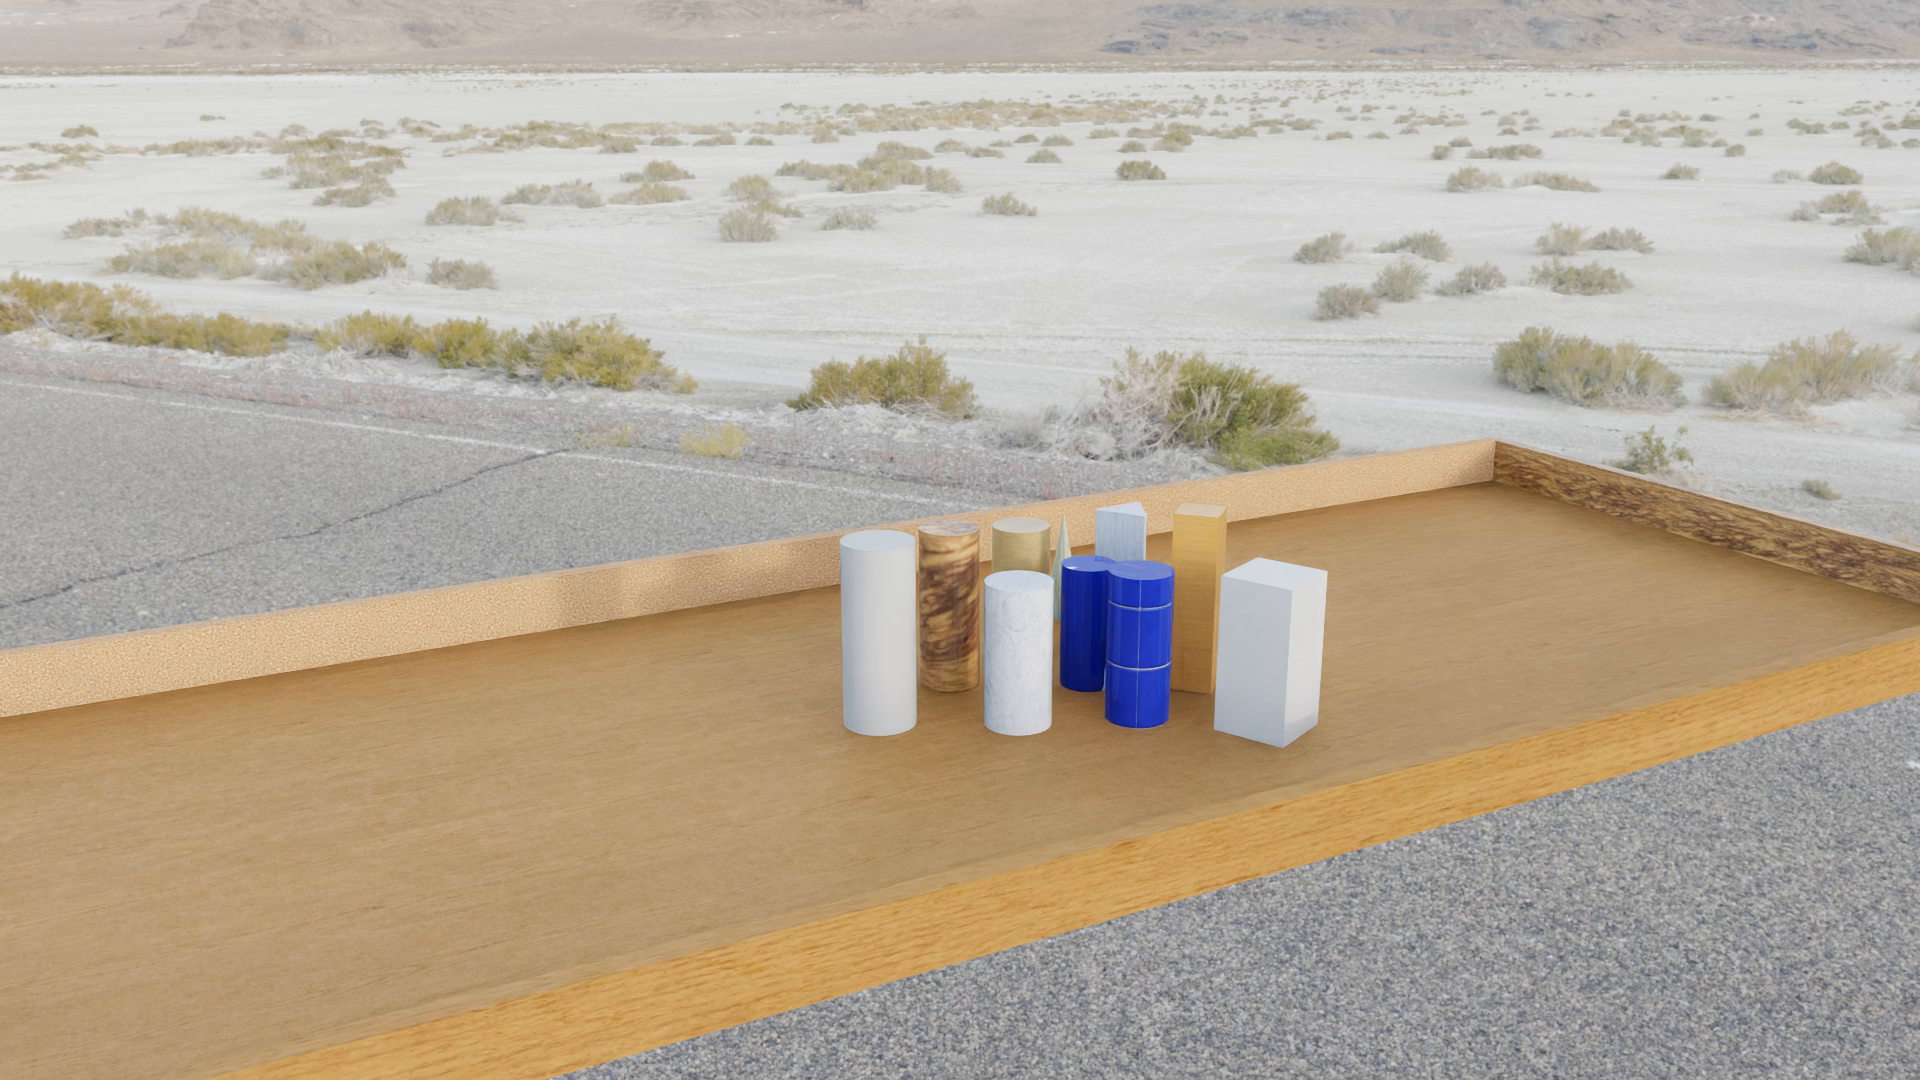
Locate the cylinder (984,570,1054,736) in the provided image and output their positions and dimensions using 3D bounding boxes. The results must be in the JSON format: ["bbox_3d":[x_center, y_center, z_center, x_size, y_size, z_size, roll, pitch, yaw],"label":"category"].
[{"bbox_3d":[0.136,0.262,3.843,0.161,0.350,0.161,0,16,0],"label":"cylinder"}]

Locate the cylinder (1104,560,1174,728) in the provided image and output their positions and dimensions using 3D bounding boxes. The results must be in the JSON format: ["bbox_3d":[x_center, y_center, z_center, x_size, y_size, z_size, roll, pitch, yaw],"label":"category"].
[{"bbox_3d":[0.421,0.245,3.875,0.154,0.365,0.154,0,16,0],"label":"cylinder"}]

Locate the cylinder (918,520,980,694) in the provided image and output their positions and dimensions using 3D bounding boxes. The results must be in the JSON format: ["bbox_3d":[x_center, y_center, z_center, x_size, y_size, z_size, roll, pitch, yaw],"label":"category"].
[{"bbox_3d":[-0.026,0.163,4.081,0.150,0.405,0.150,0,16,0],"label":"cylinder"}]

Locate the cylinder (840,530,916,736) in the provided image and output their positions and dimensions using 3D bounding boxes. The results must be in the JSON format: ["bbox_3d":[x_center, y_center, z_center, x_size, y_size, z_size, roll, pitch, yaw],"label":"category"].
[{"bbox_3d":[-0.188,0.214,3.833,0.173,0.446,0.173,0,16,0],"label":"cylinder"}]

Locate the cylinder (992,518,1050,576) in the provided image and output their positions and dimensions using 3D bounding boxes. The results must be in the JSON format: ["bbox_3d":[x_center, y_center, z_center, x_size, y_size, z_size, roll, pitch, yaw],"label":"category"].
[{"bbox_3d":[0.160,0.120,4.358,0.153,0.332,0.153,0,16,0],"label":"cylinder"}]

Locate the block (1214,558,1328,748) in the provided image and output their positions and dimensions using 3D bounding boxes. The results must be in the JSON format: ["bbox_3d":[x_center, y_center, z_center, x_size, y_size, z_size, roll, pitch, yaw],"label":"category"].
[{"bbox_3d":[0.717,0.257,3.813,0.178,0.377,0.178,12,20,36],"label":"block"}]

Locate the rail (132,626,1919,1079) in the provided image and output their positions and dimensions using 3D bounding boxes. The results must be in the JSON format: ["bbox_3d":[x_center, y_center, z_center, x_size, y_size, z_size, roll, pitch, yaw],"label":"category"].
[{"bbox_3d":[-2.336,1.006,1.665,12.000,0.150,0.050,-9,18,-27],"label":"rail"}]

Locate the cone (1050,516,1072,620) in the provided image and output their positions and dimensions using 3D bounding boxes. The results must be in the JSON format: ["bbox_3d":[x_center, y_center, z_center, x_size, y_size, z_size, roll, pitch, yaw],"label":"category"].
[{"bbox_3d":[0.287,0.064,4.599,0.106,0.303,0.106,0,16,0],"label":"cone"}]

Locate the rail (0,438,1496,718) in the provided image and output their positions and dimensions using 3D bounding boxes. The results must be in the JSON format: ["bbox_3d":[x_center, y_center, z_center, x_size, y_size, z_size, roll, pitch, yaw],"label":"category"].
[{"bbox_3d":[-3.305,0.497,3.399,12.000,0.150,0.050,-9,18,-27],"label":"rail"}]

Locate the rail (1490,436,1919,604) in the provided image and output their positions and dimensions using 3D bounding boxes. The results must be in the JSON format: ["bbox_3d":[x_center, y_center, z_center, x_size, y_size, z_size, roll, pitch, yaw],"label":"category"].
[{"bbox_3d":[2.466,-0.048,5.253,0.050,0.150,2.100,-9,18,-27],"label":"rail"}]

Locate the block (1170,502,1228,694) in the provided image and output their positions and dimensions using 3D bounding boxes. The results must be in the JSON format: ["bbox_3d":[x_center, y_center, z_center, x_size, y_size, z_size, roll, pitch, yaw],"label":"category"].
[{"bbox_3d":[0.585,0.143,4.068,0.109,0.450,0.109,6,17,19],"label":"block"}]

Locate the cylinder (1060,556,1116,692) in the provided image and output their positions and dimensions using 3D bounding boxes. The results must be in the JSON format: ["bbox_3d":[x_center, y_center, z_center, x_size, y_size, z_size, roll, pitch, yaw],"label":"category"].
[{"bbox_3d":[0.317,0.207,4.097,0.136,0.312,0.136,0,16,0],"label":"cylinder"}]

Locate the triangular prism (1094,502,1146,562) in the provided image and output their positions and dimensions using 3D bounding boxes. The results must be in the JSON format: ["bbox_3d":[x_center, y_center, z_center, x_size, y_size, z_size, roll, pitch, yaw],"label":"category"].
[{"bbox_3d":[0.441,0.098,4.343,0.139,0.382,0.121,9,19,27],"label":"triangular prism"}]
